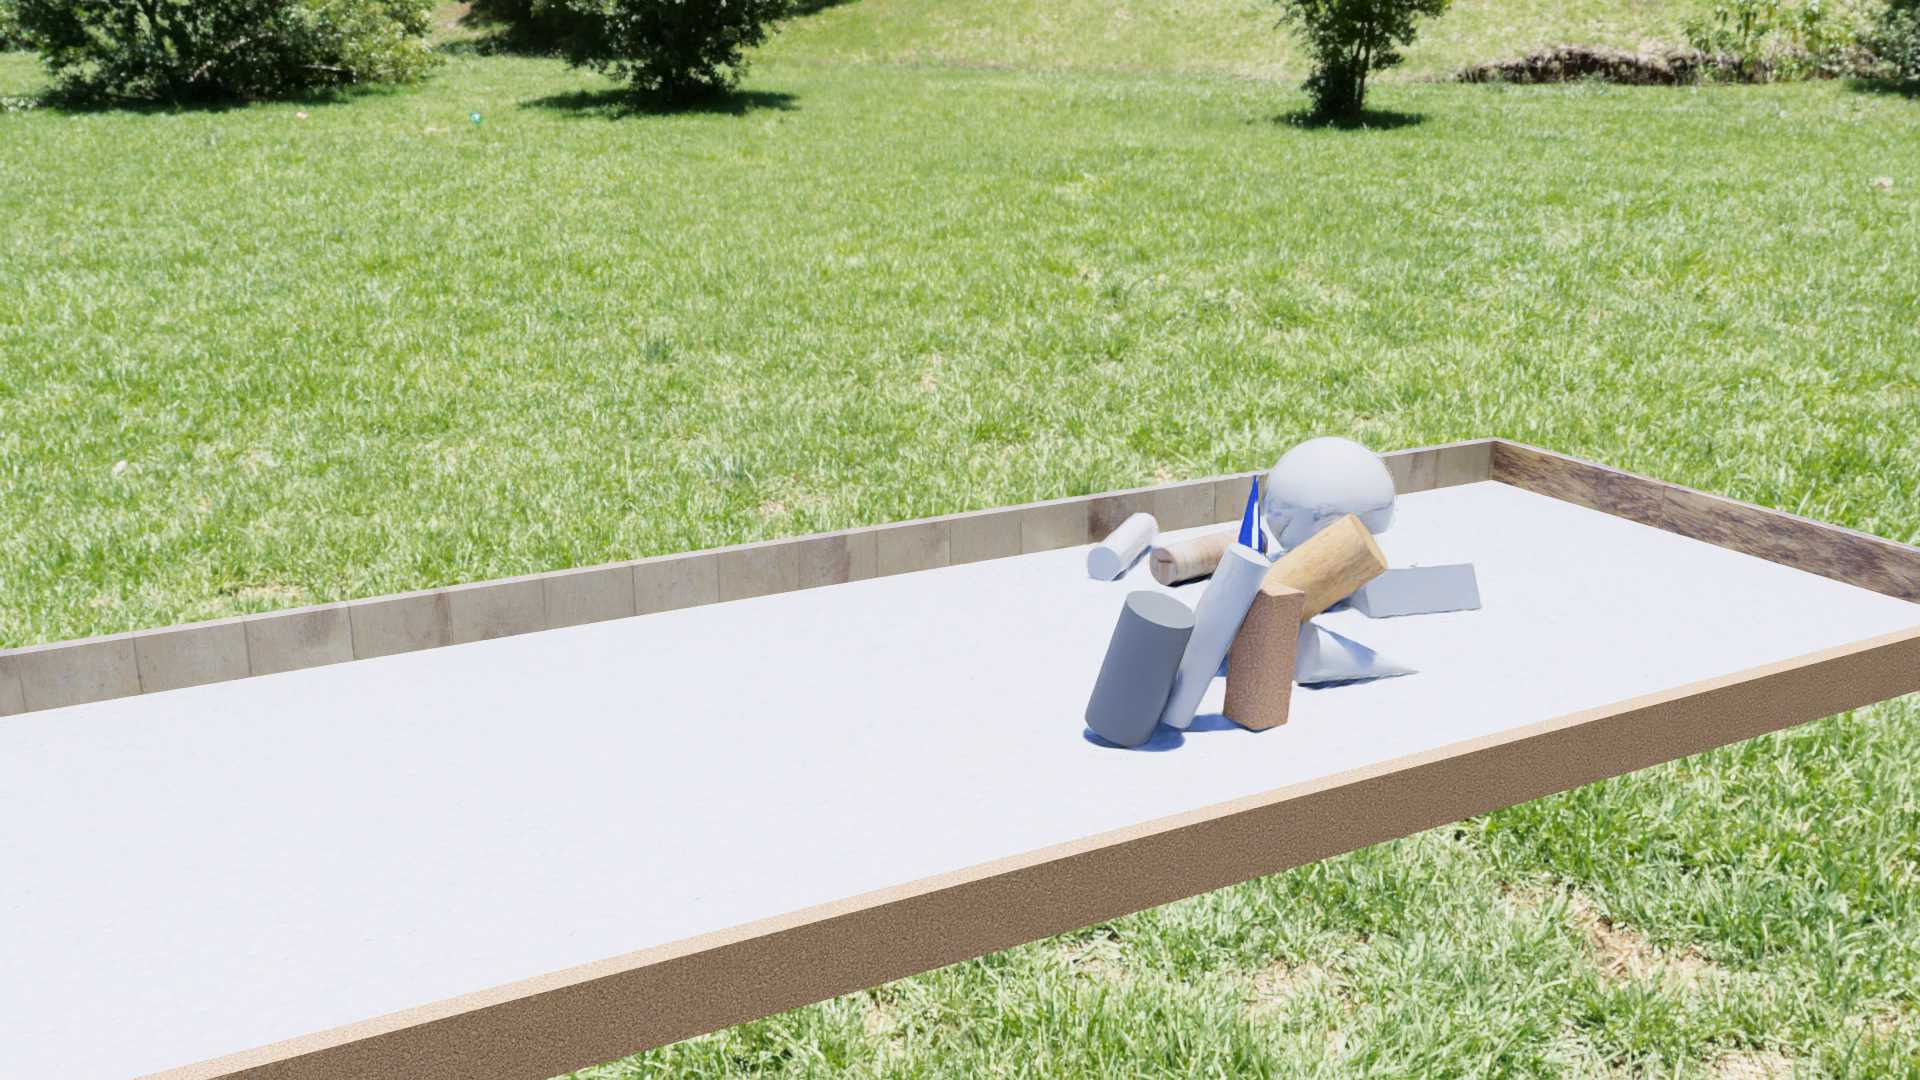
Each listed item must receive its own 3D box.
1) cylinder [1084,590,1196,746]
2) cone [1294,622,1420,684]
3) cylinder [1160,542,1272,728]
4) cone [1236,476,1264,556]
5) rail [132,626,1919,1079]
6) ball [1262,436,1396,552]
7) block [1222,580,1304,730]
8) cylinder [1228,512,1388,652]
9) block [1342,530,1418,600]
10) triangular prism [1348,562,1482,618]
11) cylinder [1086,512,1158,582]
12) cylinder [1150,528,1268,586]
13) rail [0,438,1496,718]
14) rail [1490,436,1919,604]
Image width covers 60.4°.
[{"bbox_3d":[0.407,0.291,3.746,0.165,0.314,0.165,14,24,-7],"label":"cylinder"},{"bbox_3d":[1.021,0.310,4.165,0.333,0.158,0.158,10,14,-14],"label":"cone"},{"bbox_3d":[0.573,0.222,3.809,0.109,0.437,0.109,22,18,-7],"label":"cylinder"},{"bbox_3d":[0.764,0.041,4.364,0.154,0.454,0.154,5,0,0],"label":"cone"},{"bbox_3d":[-2.336,1.006,1.665,12.000,0.150,0.050,-9,18,-27],"label":"rail"},{"bbox_3d":[1.116,-0.116,4.990,0.393,0.393,0.393,0,16,0],"label":"ball"},{"bbox_3d":[0.708,0.268,3.857,0.108,0.322,0.108,-5,16,-37],"label":"block"},{"bbox_3d":[0.844,0.121,4.148,0.436,0.169,0.169,-36,6,20],"label":"cylinder"},{"bbox_3d":[1.134,0.083,4.769,0.376,0.120,0.120,-11,62,-34],"label":"block"},{"bbox_3d":[1.296,0.132,4.687,0.344,0.117,0.136,-4,16,-13],"label":"triangular prism"},{"bbox_3d":[0.506,0.017,5.107,0.107,0.107,0.417,7,18,21],"label":"cylinder"},{"bbox_3d":[0.758,0.043,5.006,0.401,0.114,0.114,-13,21,-36],"label":"cylinder"},{"bbox_3d":[-3.305,0.497,3.399,12.000,0.150,0.050,-9,18,-27],"label":"rail"},{"bbox_3d":[2.466,-0.048,5.253,0.050,0.150,2.100,-9,18,-27],"label":"rail"}]
